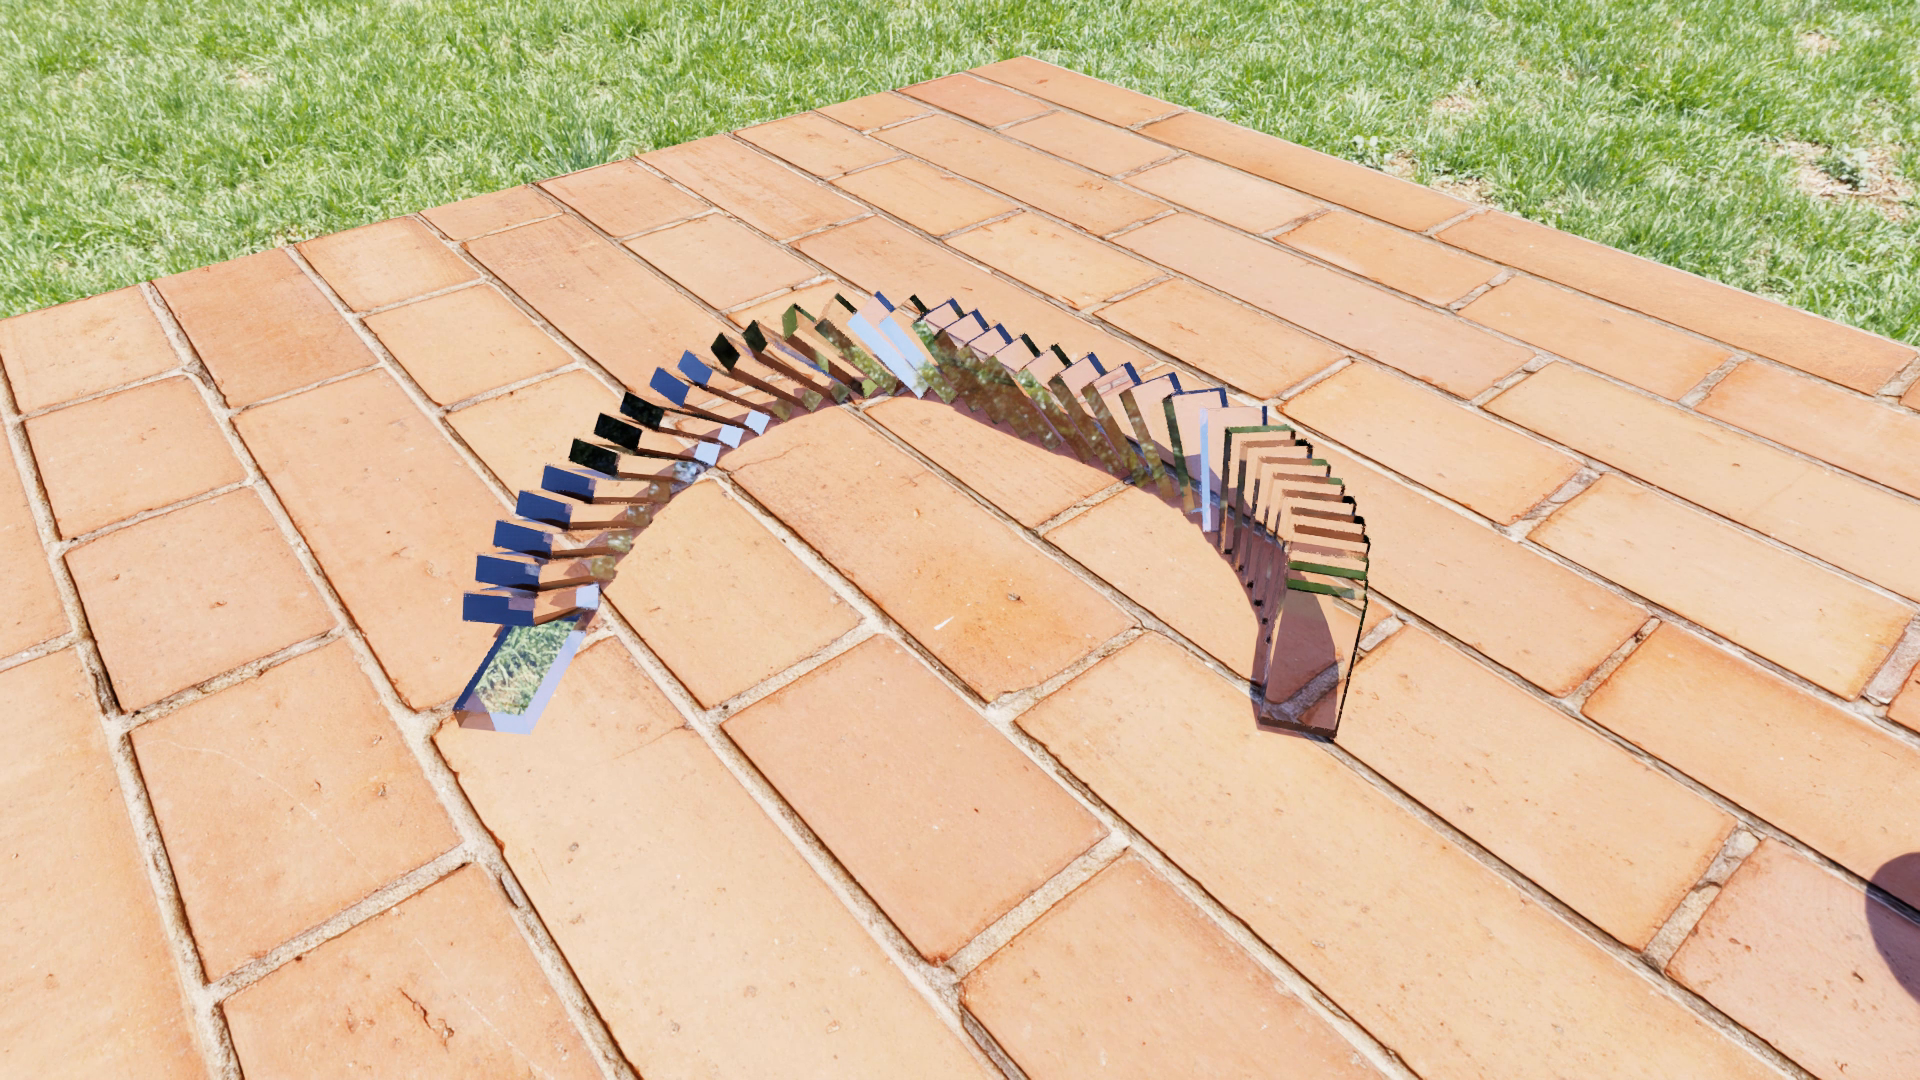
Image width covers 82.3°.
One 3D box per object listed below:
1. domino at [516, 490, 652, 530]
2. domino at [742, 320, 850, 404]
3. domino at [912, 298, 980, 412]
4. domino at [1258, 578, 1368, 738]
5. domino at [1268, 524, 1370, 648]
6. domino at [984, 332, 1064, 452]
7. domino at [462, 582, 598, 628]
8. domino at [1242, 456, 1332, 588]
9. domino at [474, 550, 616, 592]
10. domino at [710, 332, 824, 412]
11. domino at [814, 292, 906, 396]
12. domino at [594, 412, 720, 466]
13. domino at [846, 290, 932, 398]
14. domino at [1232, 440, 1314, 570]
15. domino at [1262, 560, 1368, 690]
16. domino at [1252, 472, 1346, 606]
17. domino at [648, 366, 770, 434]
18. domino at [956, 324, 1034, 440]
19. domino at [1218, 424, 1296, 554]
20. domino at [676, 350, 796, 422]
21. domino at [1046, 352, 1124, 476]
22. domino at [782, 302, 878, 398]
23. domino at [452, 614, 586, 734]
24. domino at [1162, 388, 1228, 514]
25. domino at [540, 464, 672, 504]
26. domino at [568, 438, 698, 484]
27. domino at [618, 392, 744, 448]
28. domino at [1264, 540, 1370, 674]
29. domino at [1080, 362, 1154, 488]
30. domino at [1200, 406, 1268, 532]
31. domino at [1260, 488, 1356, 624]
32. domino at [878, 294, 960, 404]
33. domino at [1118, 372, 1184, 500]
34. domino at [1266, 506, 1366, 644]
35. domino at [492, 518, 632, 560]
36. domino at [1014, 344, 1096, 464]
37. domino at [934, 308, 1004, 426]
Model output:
[{"bbox_3d":[-0.148,-0.012,0.437,0.025,0.009,0.050,15,7,18],"label":"domino"},{"bbox_3d":[-0.077,-0.084,0.522,0.050,0.009,0.025,26,21,-41],"label":"domino"},{"bbox_3d":[0.001,-0.089,0.527,0.025,0.010,0.050,-38,94,-39],"label":"domino"},{"bbox_3d":[0.116,0.039,0.363,0.025,0.050,0.009,9,22,11],"label":"domino"},{"bbox_3d":[0.125,0.021,0.385,0.025,0.050,0.009,9,22,11],"label":"domino"},{"bbox_3d":[0.035,-0.068,0.503,0.025,0.010,0.050,-39,92,-38],"label":"domino"},{"bbox_3d":[-0.152,0.022,0.394,0.025,0.009,0.050,5,4,6],"label":"domino"},{"bbox_3d":[0.124,-0.006,0.419,0.025,0.050,0.009,3,21,4],"label":"domino"},{"bbox_3d":[-0.153,0.010,0.409,0.025,0.009,0.050,9,5,12],"label":"domino"},{"bbox_3d":[-0.090,-0.078,0.514,0.050,0.010,0.025,23,18,-46],"label":"domino"},{"bbox_3d":[-0.046,-0.095,0.534,0.050,0.010,0.025,40,34,-21],"label":"domino"},{"bbox_3d":[-0.130,-0.043,0.474,0.025,0.010,0.050,22,7,25],"label":"domino"},{"bbox_3d":[-0.030,-0.095,0.534,0.050,0.010,0.025,45,40,-13],"label":"domino"},{"bbox_3d":[0.121,-0.013,0.427,0.025,0.050,0.010,-2,21,-3],"label":"domino"},{"bbox_3d":[0.119,0.033,0.371,0.025,0.050,0.009,9,22,11],"label":"domino"},{"bbox_3d":[0.126,0.001,0.410,0.025,0.050,0.009,6,21,7],"label":"domino"},{"bbox_3d":[-0.112,-0.062,0.496,0.025,0.009,0.050,32,9,33],"label":"domino"},{"bbox_3d":[0.024,-0.074,0.510,0.025,0.010,0.050,-38,92,-37],"label":"domino"},{"bbox_3d":[0.117,-0.020,0.435,0.025,0.050,0.009,-3,21,-3],"label":"domino"},{"bbox_3d":[-0.102,-0.071,0.506,0.025,0.009,0.050,39,13,37],"label":"domino"},{"bbox_3d":[0.063,-0.056,0.489,0.025,0.009,0.050,-34,89,-35],"label":"domino"},{"bbox_3d":[-0.062,-0.091,0.528,0.050,0.010,0.025,34,24,-33],"label":"domino"},{"bbox_3d":[-0.154,0.045,0.388,0.025,0.009,0.050,5,40,5],"label":"domino"},{"bbox_3d":[0.104,-0.038,0.464,0.025,0.010,0.050,-8,82,-15],"label":"domino"},{"bbox_3d":[-0.143,-0.022,0.450,0.025,0.010,0.050,16,7,19],"label":"domino"},{"bbox_3d":[-0.136,-0.033,0.462,0.025,0.010,0.050,19,7,22],"label":"domino"},{"bbox_3d":[-0.122,-0.053,0.485,0.025,0.009,0.050,26,9,28],"label":"domino"},{"bbox_3d":[0.122,0.027,0.378,0.025,0.050,0.009,9,22,11],"label":"domino"},{"bbox_3d":[0.076,-0.051,0.481,0.025,0.010,0.050,-31,90,-32],"label":"domino"},{"bbox_3d":[0.112,-0.029,0.449,0.025,0.050,0.010,-3,4,-6],"label":"domino"},{"bbox_3d":[0.127,0.008,0.402,0.025,0.050,0.009,7,21,8],"label":"domino"},{"bbox_3d":[-0.014,-0.092,0.531,0.050,0.010,0.025,48,45,-9],"label":"domino"},{"bbox_3d":[0.090,-0.045,0.473,0.025,0.010,0.050,-22,88,-25],"label":"domino"},{"bbox_3d":[0.127,0.015,0.393,0.025,0.050,0.010,9,22,11],"label":"domino"},{"bbox_3d":[-0.152,-0.001,0.424,0.025,0.009,0.050,13,6,16],"label":"domino"},{"bbox_3d":[0.050,-0.062,0.496,0.050,0.010,0.025,51,52,-1],"label":"domino"},{"bbox_3d":[0.012,-0.082,0.519,0.025,0.010,0.050,-38,94,-37],"label":"domino"}]
